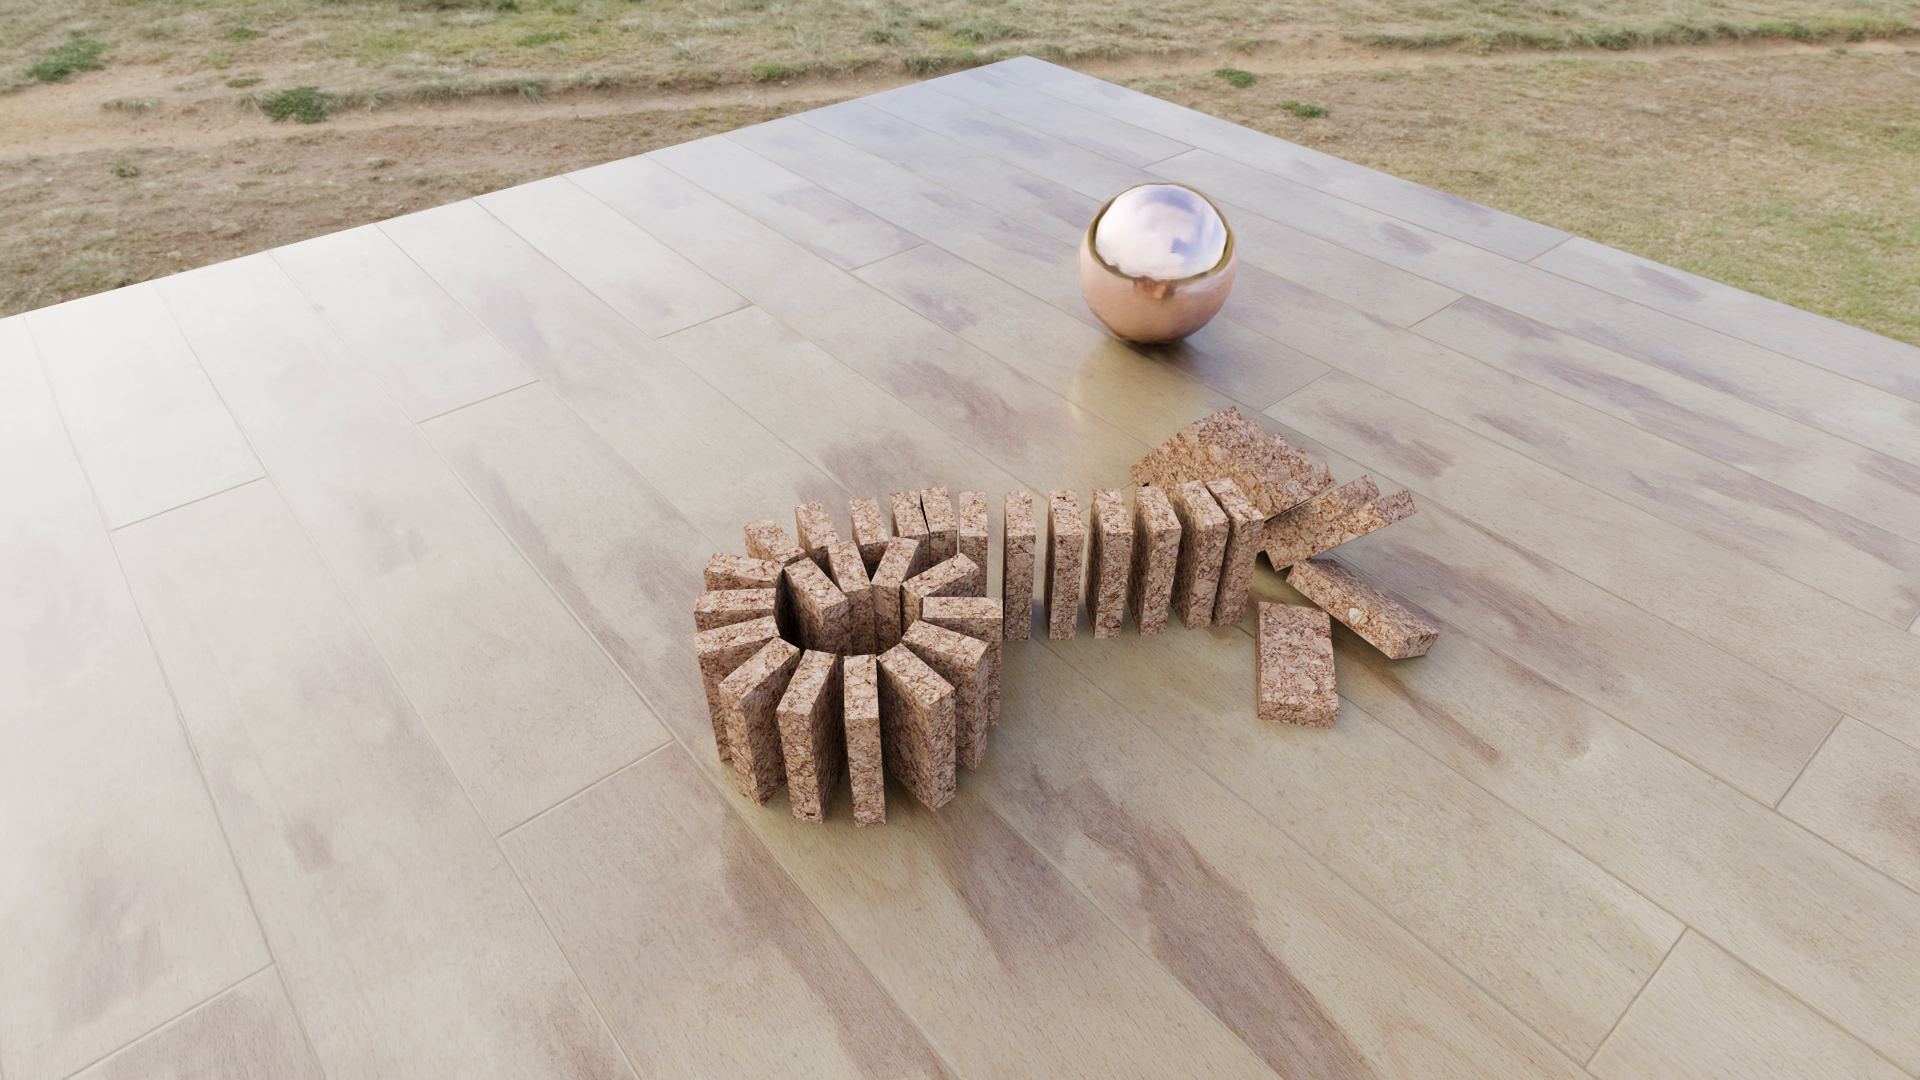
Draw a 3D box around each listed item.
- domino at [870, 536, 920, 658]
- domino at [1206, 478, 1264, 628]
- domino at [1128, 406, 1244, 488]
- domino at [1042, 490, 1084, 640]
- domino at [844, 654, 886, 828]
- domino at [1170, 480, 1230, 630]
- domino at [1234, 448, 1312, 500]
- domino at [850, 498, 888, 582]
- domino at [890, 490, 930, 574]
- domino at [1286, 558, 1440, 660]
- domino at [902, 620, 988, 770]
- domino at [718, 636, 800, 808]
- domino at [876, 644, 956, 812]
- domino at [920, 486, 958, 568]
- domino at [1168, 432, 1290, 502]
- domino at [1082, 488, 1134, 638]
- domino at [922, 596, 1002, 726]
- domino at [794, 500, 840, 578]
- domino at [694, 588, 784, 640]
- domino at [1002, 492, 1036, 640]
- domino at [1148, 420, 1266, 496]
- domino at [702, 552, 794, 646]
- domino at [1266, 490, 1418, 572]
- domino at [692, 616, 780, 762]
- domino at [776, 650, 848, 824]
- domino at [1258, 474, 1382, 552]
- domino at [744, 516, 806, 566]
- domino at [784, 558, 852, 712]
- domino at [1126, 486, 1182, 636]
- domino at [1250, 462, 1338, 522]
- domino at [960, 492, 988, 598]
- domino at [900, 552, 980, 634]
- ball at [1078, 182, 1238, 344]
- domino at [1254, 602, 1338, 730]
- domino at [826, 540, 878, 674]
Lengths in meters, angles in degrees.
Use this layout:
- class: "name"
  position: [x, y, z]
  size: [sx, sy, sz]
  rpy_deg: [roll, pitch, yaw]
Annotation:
- class: "domino"
  position: [-0.021, 0.026, 0.379]
  size: [0.009, 0.050, 0.025]
  rpy_deg: [9, 40, 11]
- class: "domino"
  position: [0.097, 0.005, 0.405]
  size: [0.009, 0.050, 0.025]
  rpy_deg: [-12, 41, -14]
- class: "domino"
  position: [0.095, -0.039, 0.462]
  size: [0.025, 0.050, 0.009]
  rpy_deg: [-23, 82, -26]
- class: "domino"
  position: [0.037, 0.010, 0.400]
  size: [0.010, 0.050, 0.025]
  rpy_deg: [-1, 39, -2]
- class: "domino"
  position: [-0.029, 0.062, 0.336]
  size: [0.010, 0.050, 0.025]
  rpy_deg: [-3, 39, -4]
- class: "domino"
  position: [0.086, 0.006, 0.404]
  size: [0.009, 0.050, 0.025]
  rpy_deg: [-10, 40, -12]
- class: "domino"
  position: [0.115, -0.020, 0.439]
  size: [0.025, 0.050, 0.009]
  rpy_deg: [-23, 82, -25]
- class: "domino"
  position: [-0.032, 0.013, 0.396]
  size: [0.009, 0.050, 0.025]
  rpy_deg: [-9, 40, -11]
- class: "domino"
  position: [-0.018, 0.010, 0.399]
  size: [0.009, 0.050, 0.025]
  rpy_deg: [-8, 40, -9]
- class: "domino"
  position: [0.148, 0.025, 0.406]
  size: [0.025, 0.010, 0.050]
  rpy_deg: [0, 32, -41]
- class: "domino"
  position: [-0.005, 0.050, 0.350]
  size: [0.025, 0.050, 0.009]
  rpy_deg: [16, 42, 19]
- class: "domino"
  position: [-0.060, 0.057, 0.342]
  size: [0.009, 0.050, 0.025]
  rpy_deg: [24, 45, 27]
- class: "domino"
  position: [-0.013, 0.059, 0.340]
  size: [0.009, 0.050, 0.025]
  rpy_deg: [-29, 48, -31]
- class: "domino"
  position: [-0.008, 0.008, 0.401]
  size: [0.009, 0.050, 0.025]
  rpy_deg: [-6, 40, -7]
- class: "domino"
  position: [0.108, -0.026, 0.447]
  size: [0.025, 0.050, 0.009]
  rpy_deg: [-23, 82, -26]
- class: "domino"
  position: [0.053, 0.009, 0.401]
  size: [0.010, 0.050, 0.025]
  rpy_deg: [-3, 39, -4]
- class: "domino"
  position: [0.001, 0.041, 0.362]
  size: [0.025, 0.050, 0.009]
  rpy_deg: [1, 39, 1]
- class: "domino"
  position: [-0.049, 0.014, 0.395]
  size: [0.010, 0.050, 0.025]
  rpy_deg: [-14, 41, -16]
- class: "domino"
  position: [-0.071, 0.038, 0.365]
  size: [0.025, 0.050, 0.009]
  rpy_deg: [-2, 39, -3]
- class: "domino"
  position: [0.021, 0.010, 0.399]
  size: [0.010, 0.050, 0.025]
  rpy_deg: [0, 39, -1]
- class: "domino"
  position: [0.102, -0.033, 0.455]
  size: [0.025, 0.050, 0.009]
  rpy_deg: [-23, 82, -25]
- class: "domino"
  position: [-0.071, 0.028, 0.377]
  size: [0.025, 0.050, 0.009]
  rpy_deg: [9, 40, 11]
- class: "domino"
  position: [0.144, -0.003, 0.416]
  size: [0.025, 0.050, 0.009]
  rpy_deg: [-16, 79, -40]
- class: "domino"
  position: [-0.069, 0.048, 0.353]
  size: [0.025, 0.050, 0.009]
  rpy_deg: [-13, 41, -15]
- class: "domino"
  position: [-0.045, 0.061, 0.337]
  size: [0.009, 0.050, 0.025]
  rpy_deg: [9, 40, 10]
- class: "domino"
  position: [0.133, -0.009, 0.424]
  size: [0.025, 0.050, 0.010]
  rpy_deg: [-21, 83, -38]
- class: "domino"
  position: [-0.063, 0.019, 0.389]
  size: [0.009, 0.050, 0.025]
  rpy_deg: [-26, 46, -29]
- class: "domino"
  position: [-0.047, 0.033, 0.371]
  size: [0.009, 0.050, 0.025]
  rpy_deg: [-24, 45, -27]
- class: "domino"
  position: [0.070, 0.008, 0.402]
  size: [0.010, 0.050, 0.025]
  rpy_deg: [-5, 40, -6]
- class: "domino"
  position: [0.121, -0.013, 0.432]
  size: [0.025, 0.050, 0.009]
  rpy_deg: [-23, 82, -25]
- class: "domino"
  position: [0.005, 0.010, 0.399]
  size: [0.010, 0.050, 0.025]
  rpy_deg: [0, 39, 0]
- class: "domino"
  position: [-0.006, 0.031, 0.374]
  size: [0.025, 0.050, 0.010]
  rpy_deg: [-27, 46, -29]
- class: "ball"
  position: [0.100, -0.140, 0.559]
  size: [0.080, 0.080, 0.080]
  rpy_deg: [0, 39, 0]
- class: "domino"
  position: [0.119, 0.044, 0.390]
  size: [0.025, 0.010, 0.050]
  rpy_deg: [7, 40, 8]
- class: "domino"
  position: [-0.037, 0.028, 0.378]
  size: [0.009, 0.050, 0.025]
  rpy_deg: [-11, 41, -13]
